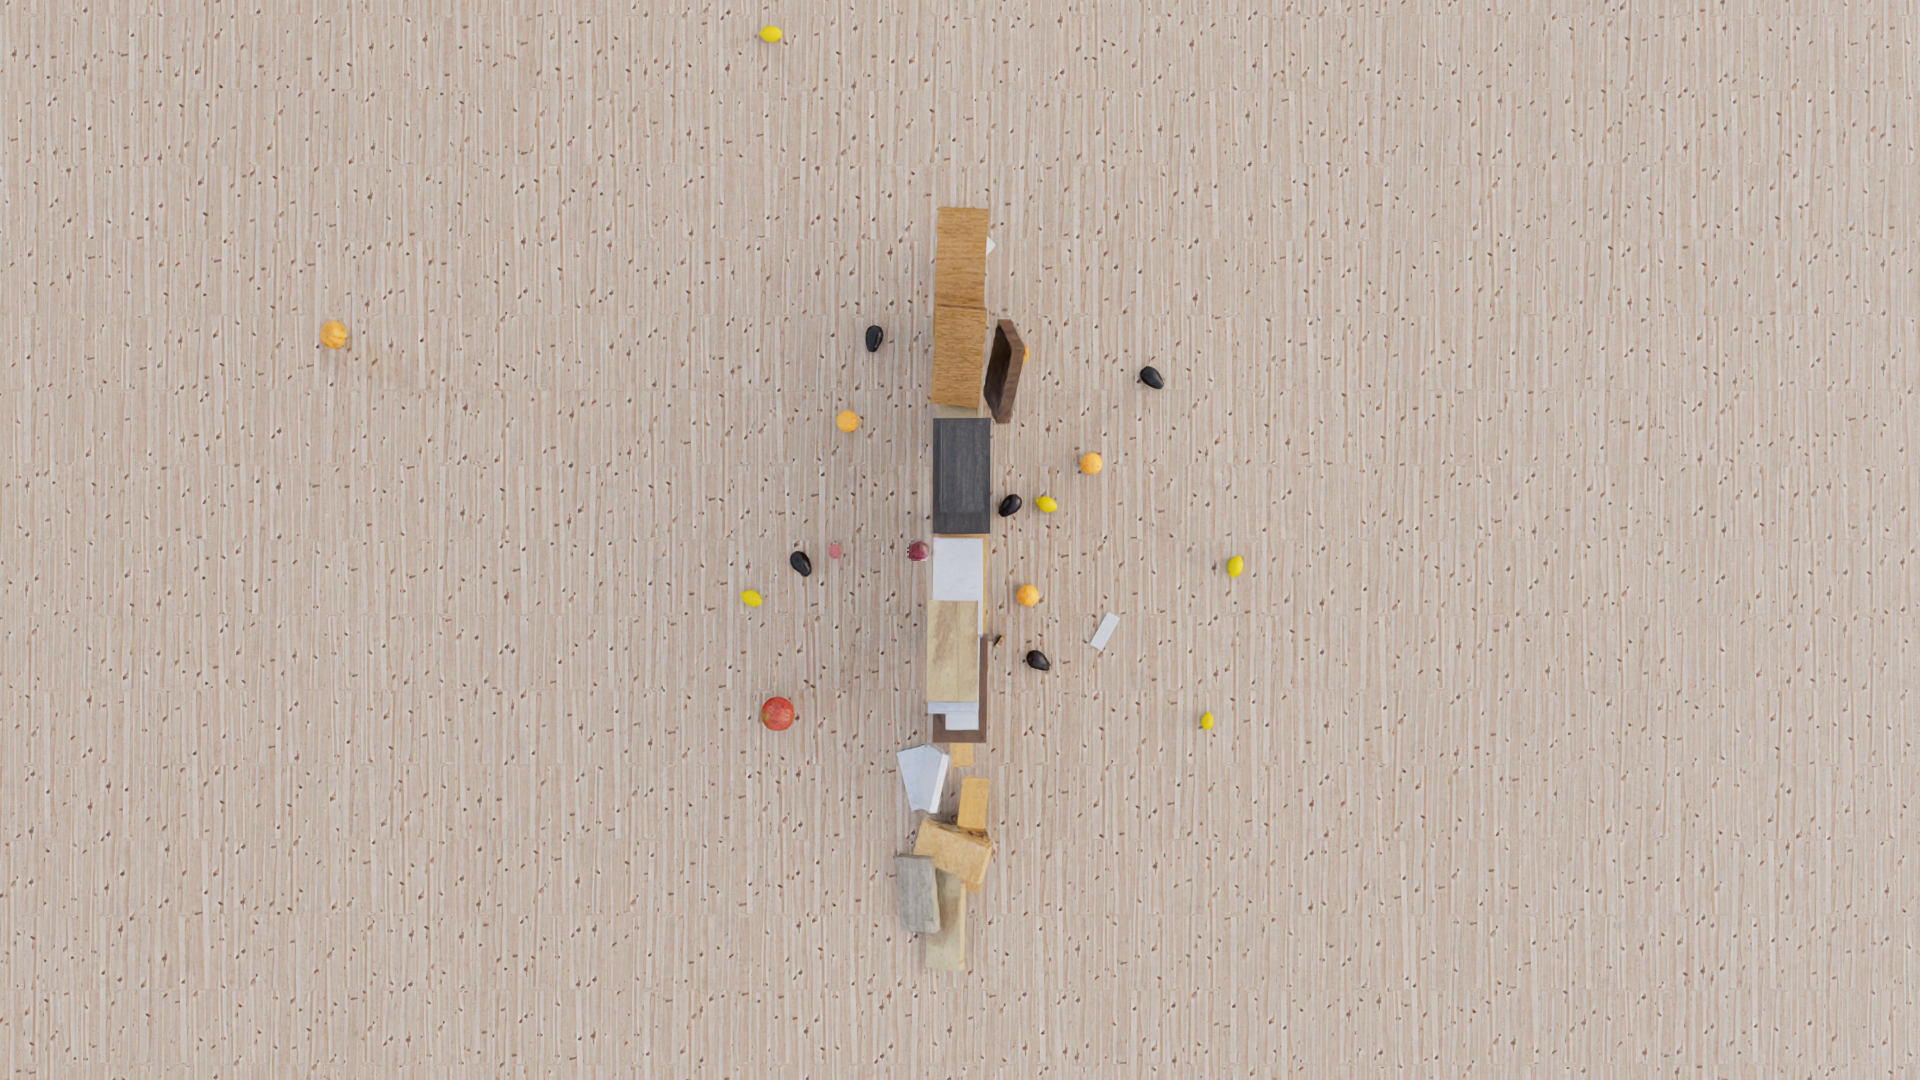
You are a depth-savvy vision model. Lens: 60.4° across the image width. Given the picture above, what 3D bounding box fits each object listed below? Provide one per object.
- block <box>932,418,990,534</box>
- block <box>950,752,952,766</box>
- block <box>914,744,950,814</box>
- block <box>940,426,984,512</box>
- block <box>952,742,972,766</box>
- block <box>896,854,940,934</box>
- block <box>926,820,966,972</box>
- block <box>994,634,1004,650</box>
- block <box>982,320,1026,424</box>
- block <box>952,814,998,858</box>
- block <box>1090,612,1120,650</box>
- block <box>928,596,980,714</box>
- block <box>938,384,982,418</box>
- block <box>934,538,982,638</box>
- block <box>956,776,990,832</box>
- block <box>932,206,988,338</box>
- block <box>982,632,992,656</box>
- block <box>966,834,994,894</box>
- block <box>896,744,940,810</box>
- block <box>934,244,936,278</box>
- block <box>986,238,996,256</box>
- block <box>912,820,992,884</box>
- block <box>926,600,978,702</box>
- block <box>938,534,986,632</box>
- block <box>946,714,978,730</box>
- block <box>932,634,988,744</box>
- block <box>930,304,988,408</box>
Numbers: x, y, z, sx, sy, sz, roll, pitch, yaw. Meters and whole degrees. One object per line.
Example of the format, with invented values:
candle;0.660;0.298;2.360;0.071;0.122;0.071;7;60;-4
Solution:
block;0.005;-0.198;5.118;0.178;0.050;0.356;0;90;0
block;0.004;0.723;5.434;0.067;0.134;0.019;0;70;0
block;-0.093;0.784;5.411;0.028;0.100;0.201;8;98;-33
block;0.004;-0.207;4.821;0.127;0.036;0.254;0;90;0
block;0.005;0.667;5.359;0.067;0.019;0.134;-2;89;0
block;-0.138;1.165;5.438;0.125;0.035;0.250;-1;99;28
block;-0.045;1.177;5.456;0.125;0.035;0.479;1;90;26
block;0.130;0.338;5.455;0.013;0.091;0.045;35;90;0
block;0.141;-0.544;5.338;0.044;0.308;0.154;-6;48;-18
block;0.047;0.985;5.487;0.089;0.025;0.177;-24;90;0
block;0.482;0.303;5.494;0.045;0.013;0.125;30;90;0
block;-0.016;0.352;5.064;0.153;0.043;0.364;1;69;0
block;-0.002;-0.516;5.207;0.137;0.039;0.274;0;90;0
block;-0.006;0.147;5.086;0.153;0.043;0.305;0;73;0
block;0.044;0.871;5.442;0.089;0.025;0.177;7;58;0
block;0.001;-0.822;5.099;0.154;0.044;0.402;3;102;0
block;0.016;0.327;5.332;0.167;0.335;0.047;9;91;0
block;0.044;1.073;5.460;0.089;0.025;0.177;17;97;9
block;-0.137;0.790;5.486;0.100;0.028;0.201;-14;90;0
block;-0.007;-0.807;5.187;0.146;0.041;0.292;1;90;0
block;0.050;-0.898;5.150;0.063;0.018;0.125;43;76;-16
block;-0.027;1.022;5.408;0.250;0.035;0.125;18;97;24
block;-0.022;0.337;4.990;0.153;0.043;0.305;1;81;0
block;0.005;0.134;5.173;0.153;0.043;0.305;0;90;0
block;0.006;0.485;5.103;0.100;0.028;0.201;0;90;0
block;0.001;0.462;5.141;0.167;0.047;0.335;1;90;0
block;-0.005;-0.571;5.114;0.154;0.044;0.308;5;110;-1
